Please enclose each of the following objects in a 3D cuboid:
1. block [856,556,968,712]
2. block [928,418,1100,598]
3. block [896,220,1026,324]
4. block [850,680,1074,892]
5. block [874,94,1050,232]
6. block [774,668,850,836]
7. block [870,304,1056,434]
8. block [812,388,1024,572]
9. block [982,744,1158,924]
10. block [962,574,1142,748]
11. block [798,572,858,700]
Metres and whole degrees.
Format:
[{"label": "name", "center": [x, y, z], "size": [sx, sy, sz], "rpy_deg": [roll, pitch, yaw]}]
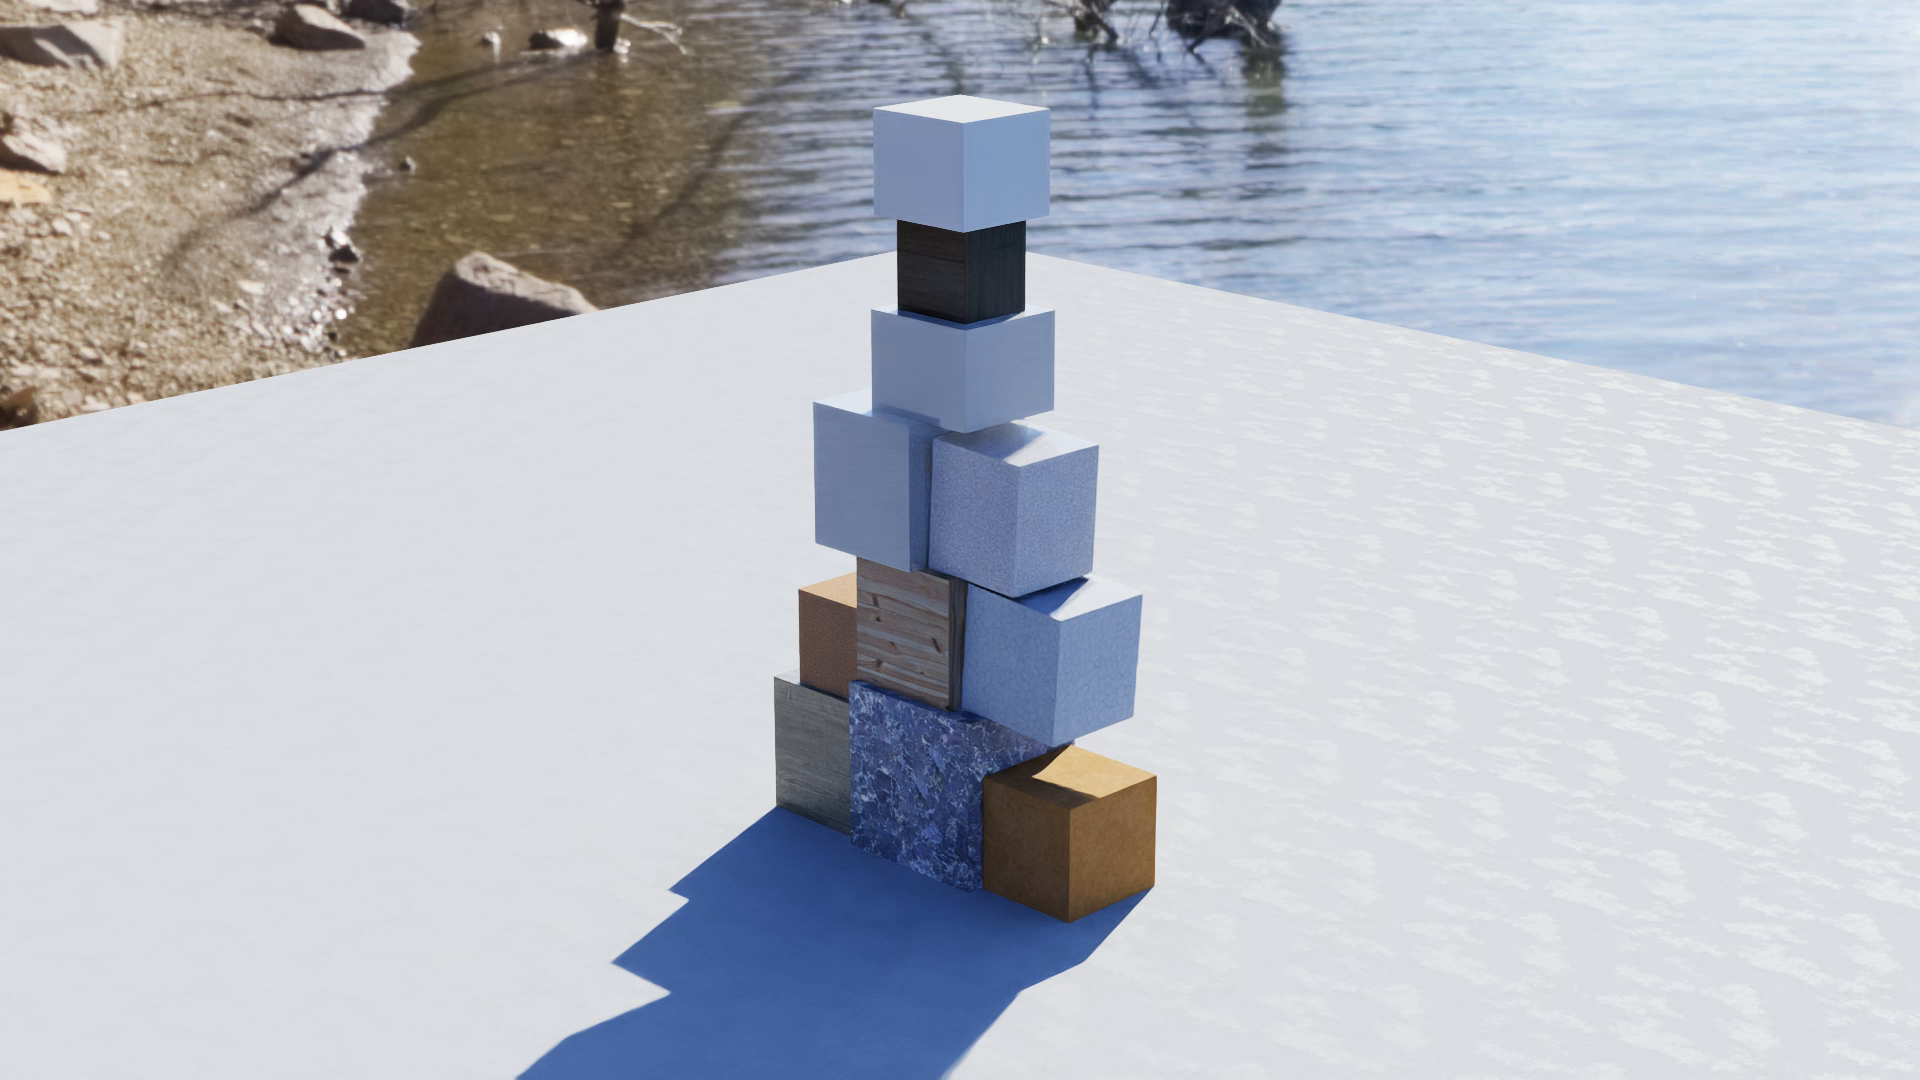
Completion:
[{"label": "block", "center": [-0.044, 0.348, 13.489], "size": [0.618, 0.622, 0.599], "rpy_deg": [-17, 24, -42]}, {"label": "block", "center": [0.238, -0.153, 13.050], "size": [0.509, 0.604, 0.531], "rpy_deg": [-17, 27, -42]}, {"label": "block", "center": [0.006, -1.226, 12.962], "size": [0.377, 0.425, 0.426], "rpy_deg": [-17, 24, -42]}, {"label": "block", "center": [0.010, 1.052, 13.640], "size": [0.699, 0.813, 0.779], "rpy_deg": [-17, 24, -42]}, {"label": "block", "center": [0.008, -1.654, 12.830], "size": [0.535, 0.471, 0.557], "rpy_deg": [-17, 24, -42]}, {"label": "block", "center": [-0.482, 0.974, 14.130], "size": [0.570, 0.670, 0.590], "rpy_deg": [-17, 24, -42]}, {"label": "block", "center": [0.013, -0.806, 13.102], "size": [0.567, 0.460, 0.591], "rpy_deg": [-17, 24, -42]}, {"label": "block", "center": [-0.186, -0.319, 13.447], "size": [0.736, 0.675, 0.626], "rpy_deg": [-17, 24, -42]}, {"label": "block", "center": [0.495, 1.319, 13.245], "size": [0.574, 0.542, 0.533], "rpy_deg": [-17, 24, -42]}, {"label": "block", "center": [0.408, 0.493, 13.098], "size": [0.531, 0.598, 0.567], "rpy_deg": [-17, 28, -42]}, {"label": "block", "center": [-0.430, 0.448, 13.911], "size": [0.490, 0.464, 0.454], "rpy_deg": [-17, 24, -42]}]
